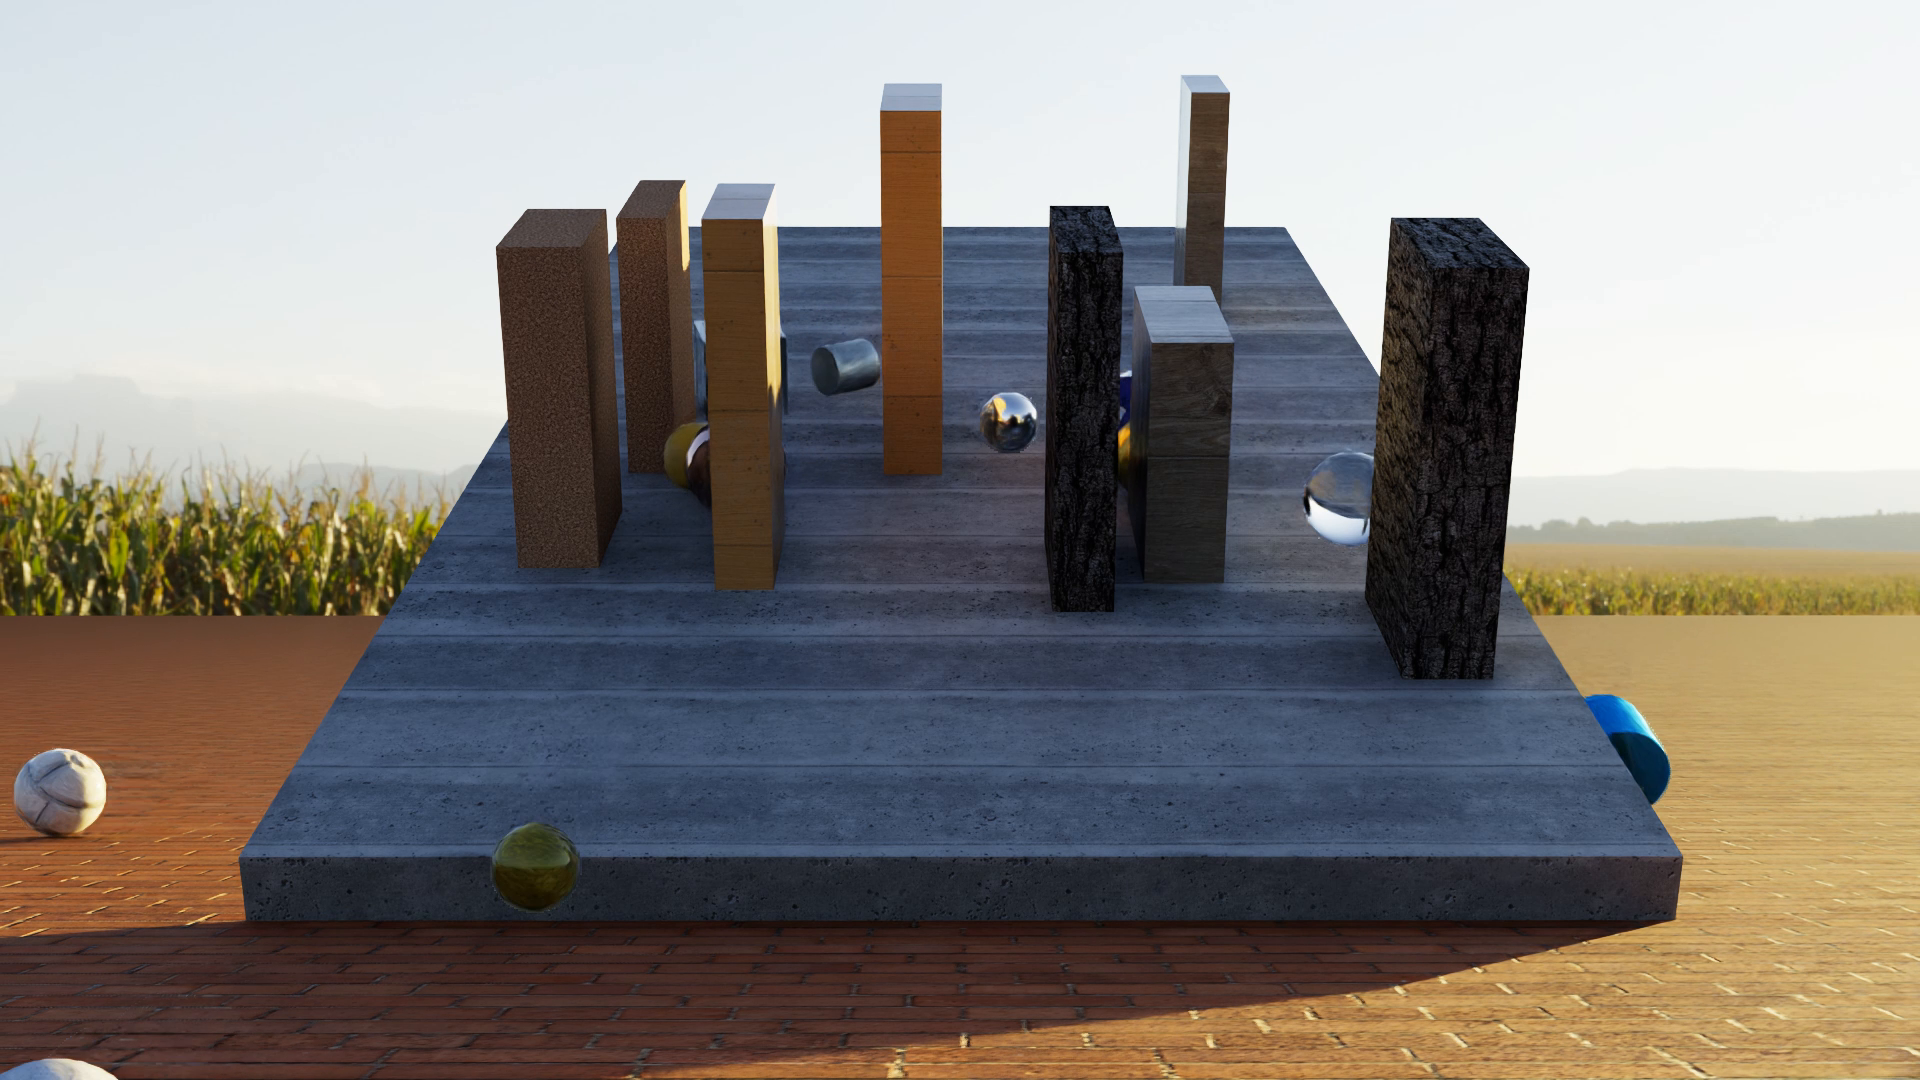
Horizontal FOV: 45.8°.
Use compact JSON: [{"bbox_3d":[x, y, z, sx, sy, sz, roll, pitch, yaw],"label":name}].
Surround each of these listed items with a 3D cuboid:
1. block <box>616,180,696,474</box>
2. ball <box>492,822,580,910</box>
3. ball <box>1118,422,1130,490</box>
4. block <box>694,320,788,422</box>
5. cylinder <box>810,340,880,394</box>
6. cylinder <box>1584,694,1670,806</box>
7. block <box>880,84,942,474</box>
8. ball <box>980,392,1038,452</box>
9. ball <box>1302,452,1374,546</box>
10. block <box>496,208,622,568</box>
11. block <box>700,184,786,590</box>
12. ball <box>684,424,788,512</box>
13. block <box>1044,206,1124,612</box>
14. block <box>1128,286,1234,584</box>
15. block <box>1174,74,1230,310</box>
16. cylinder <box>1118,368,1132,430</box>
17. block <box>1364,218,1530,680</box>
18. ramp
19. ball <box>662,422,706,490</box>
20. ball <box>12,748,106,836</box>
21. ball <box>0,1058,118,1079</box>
[{"bbox_3d":[-0.636,-0.455,4.782,0.099,0.535,0.379,0,20,0],"label":"block"},{"bbox_3d":[-0.561,0.432,3.005,0.115,0.115,0.115,0,-2,0],"label":"ball"},{"bbox_3d":[0.380,-0.167,4.546,0.163,0.163,0.163,0,-2,0],"label":"ball"},{"bbox_3d":[-0.493,-0.385,5.100,0.182,0.182,0.182,-5,21,-13],"label":"block"},{"bbox_3d":[-0.264,-0.398,5.233,0.114,0.114,0.114,-11,5,-35],"label":"cylinder"},{"bbox_3d":[1.382,0.456,4.825,0.195,0.195,0.195,0,19,1],"label":"cylinder"},{"bbox_3d":[-0.097,-0.545,4.719,0.121,0.749,0.336,0,20,0],"label":"block"},{"bbox_3d":[0.104,-0.252,4.825,0.126,0.126,0.126,0,-2,0],"label":"ball"},{"bbox_3d":[0.736,-0.078,4.283,0.178,0.178,0.178,0,-2,0],"label":"ball"},{"bbox_3d":[-0.740,-0.286,4.230,0.149,0.602,0.319,0,20,0],"label":"block"},{"bbox_3d":[-0.387,-0.280,4.108,0.105,0.676,0.301,0,20,0],"label":"block"},{"bbox_3d":[-0.436,-0.143,4.425,0.199,0.199,0.199,0,-2,0],"label":"ball"},{"bbox_3d":[0.216,-0.240,4.050,0.108,0.643,0.372,0,20,0],"label":"block"},{"bbox_3d":[0.405,-0.204,4.230,0.145,0.451,0.406,0,20,0],"label":"block"},{"bbox_3d":[0.618,-0.875,5.838,0.096,0.592,0.282,0,20,0],"label":"block"},{"bbox_3d":[0.390,-0.261,4.728,0.201,0.201,0.201,-1,14,29],"label":"cylinder"},{"bbox_3d":[0.798,-0.157,3.766,0.148,0.687,0.361,0,20,0],"label":"block"},{"bbox_3d":[-0.005,-0.210,5.037,2.000,0.100,4.000,0,20,0],"label":"ramp"},{"bbox_3d":[-0.527,-0.167,4.565,0.140,0.140,0.140,0,-2,0],"label":"ball"},{"bbox_3d":[-1.724,0.484,4.351,0.167,0.167,0.167,0,-2,0],"label":"ball"},{"bbox_3d":[-0.619,0.418,1.545,0.129,0.129,0.129,0,-2,0],"label":"ball"}]
